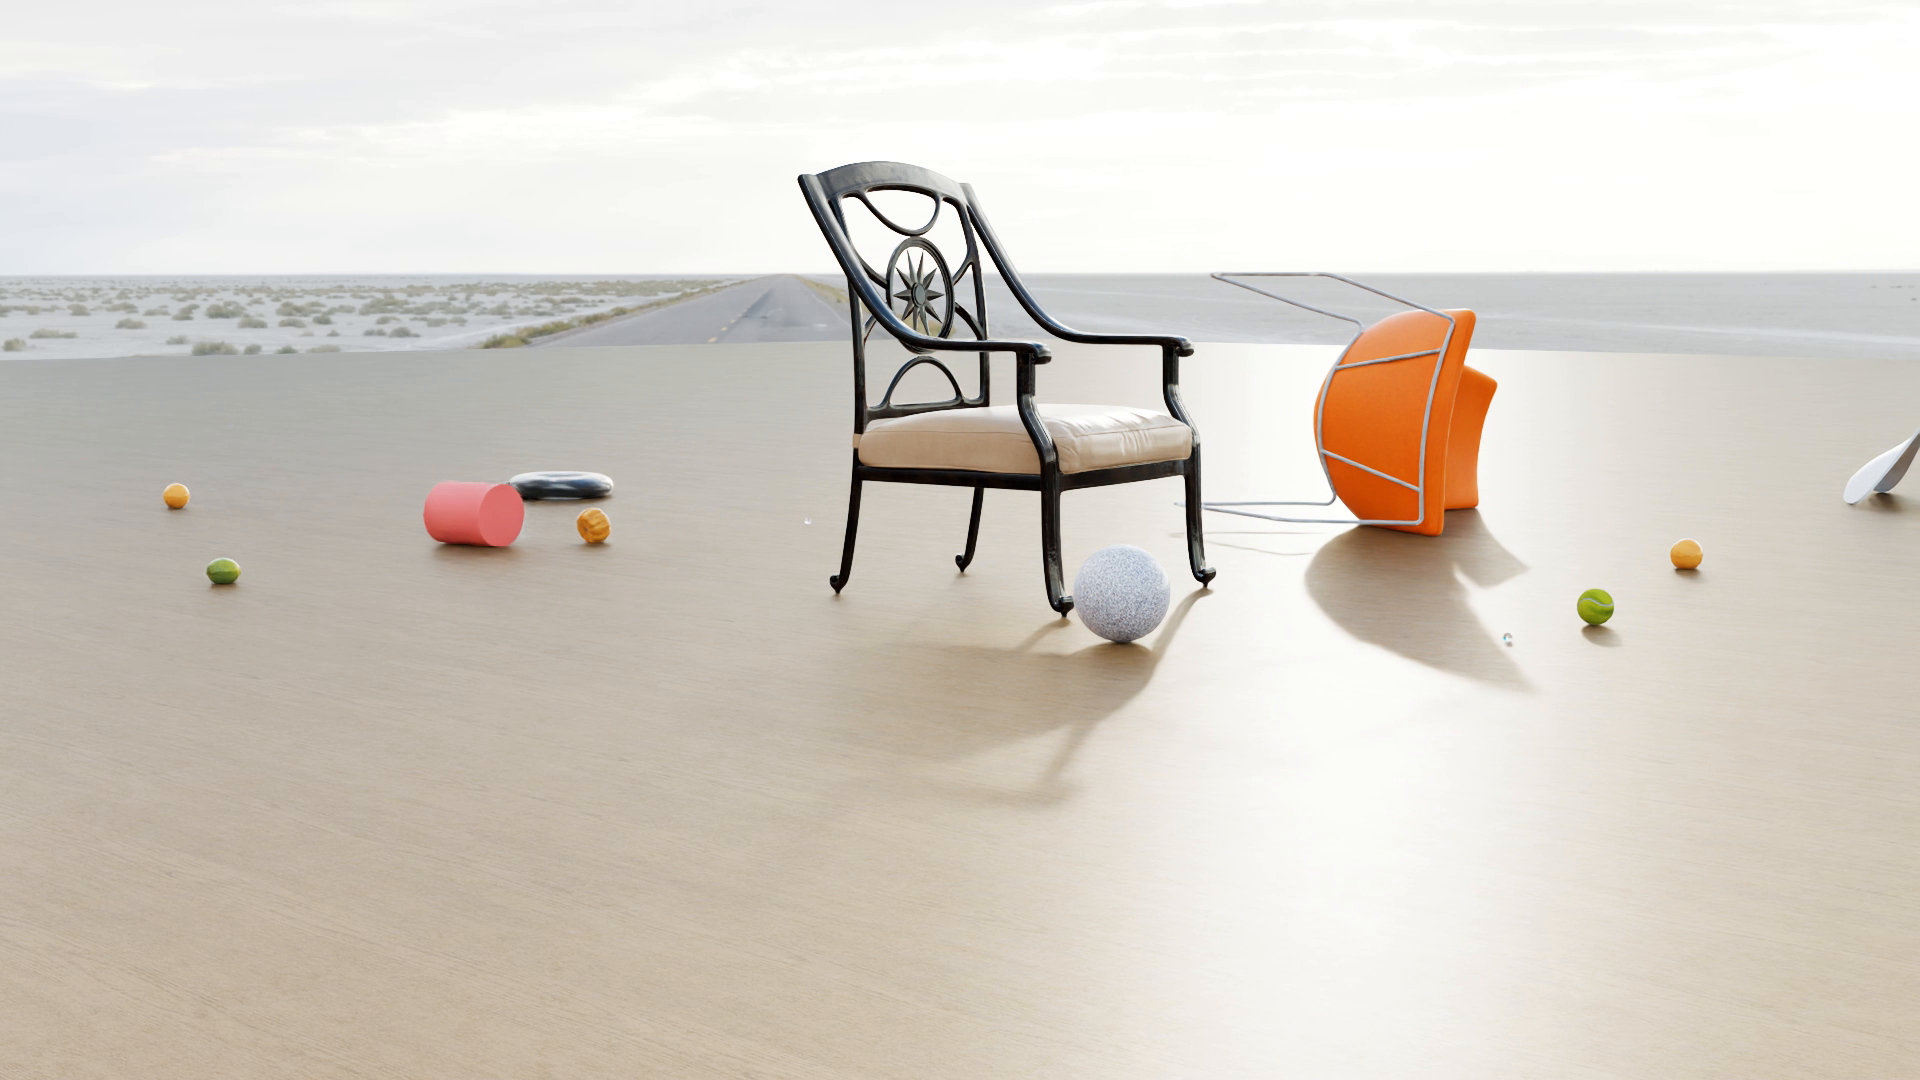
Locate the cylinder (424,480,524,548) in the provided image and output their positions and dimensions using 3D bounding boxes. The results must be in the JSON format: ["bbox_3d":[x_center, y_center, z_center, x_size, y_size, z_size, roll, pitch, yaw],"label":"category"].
[{"bbox_3d":[-1.192,-0.065,6.292,0.190,0.152,0.158,4,40,35],"label":"cylinder"}]

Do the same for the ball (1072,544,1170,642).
[{"bbox_3d":[0.291,0.096,4.622,0.177,0.177,0.177,0,6,0],"label":"ball"}]

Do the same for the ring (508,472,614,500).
[{"bbox_3d":[-1.198,-0.164,7.694,0.314,0.066,0.389,-1,5,-14],"label":"ring"}]
